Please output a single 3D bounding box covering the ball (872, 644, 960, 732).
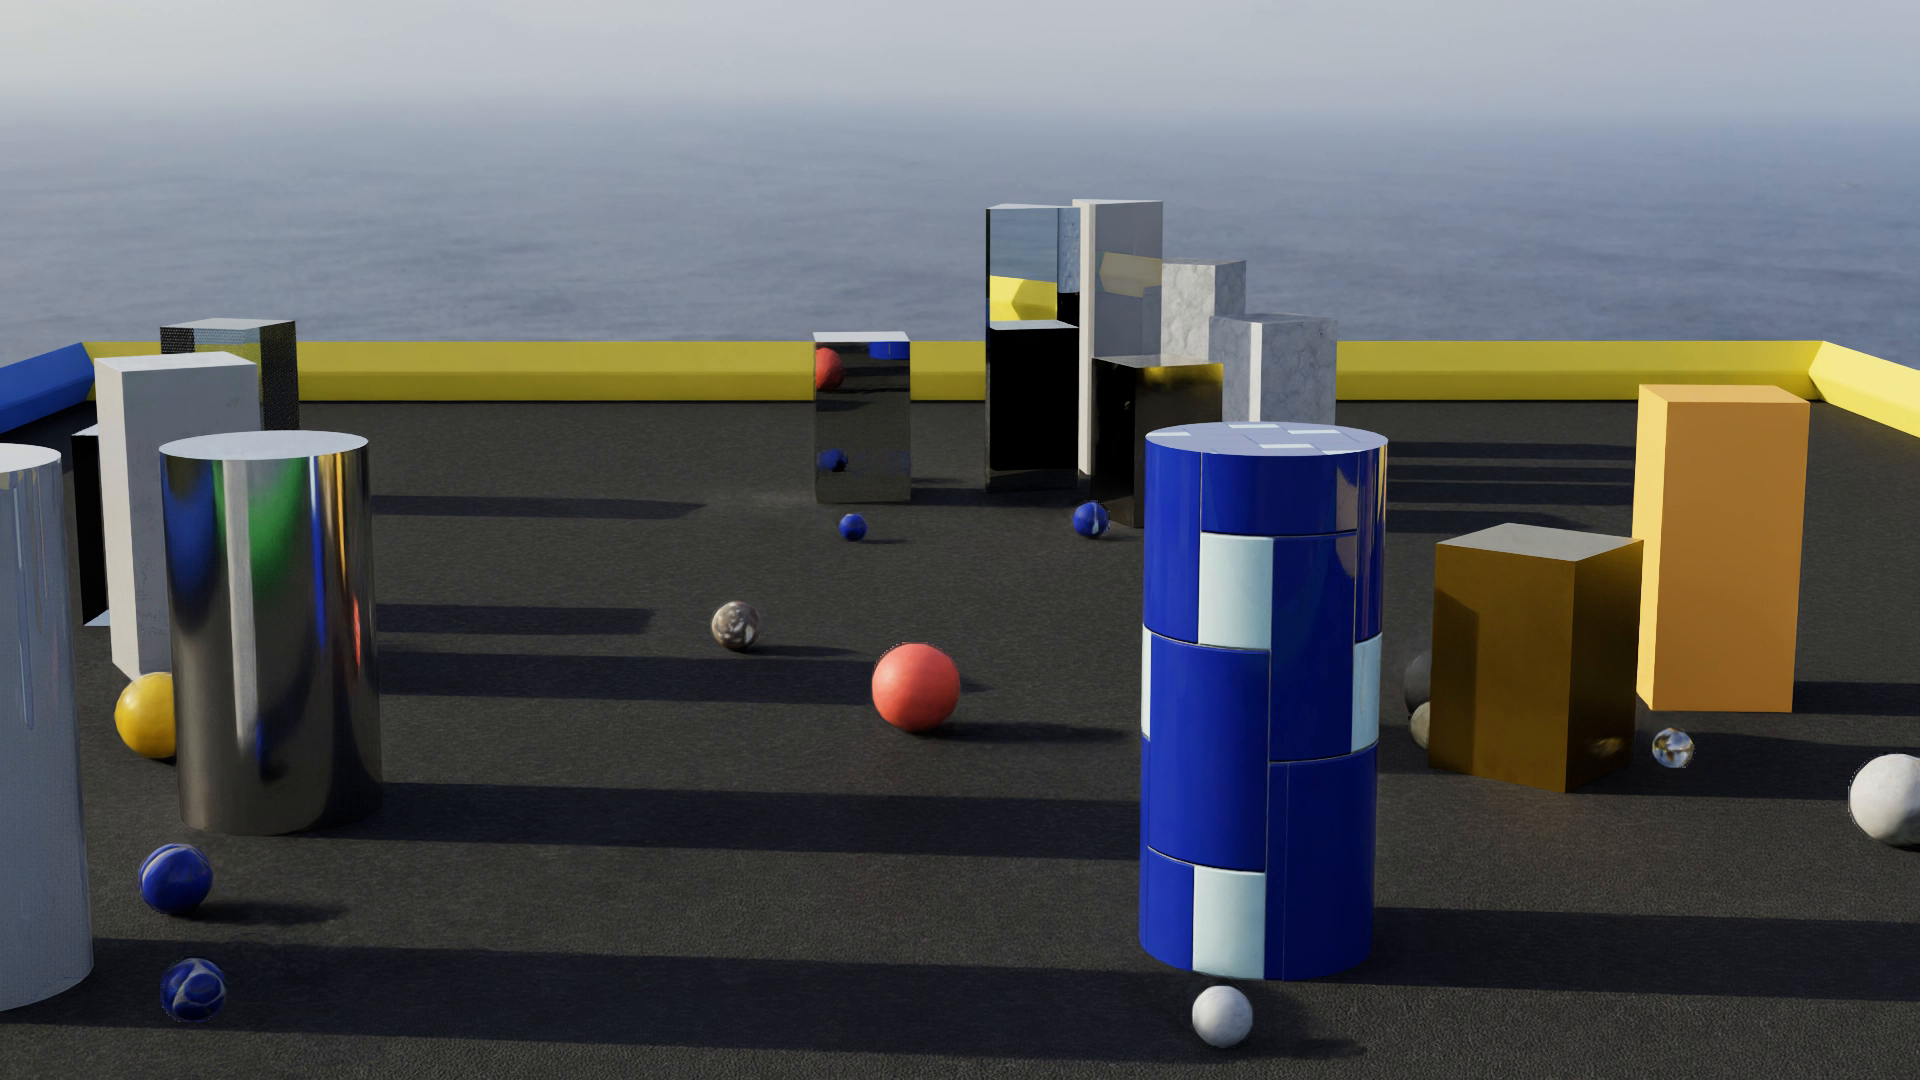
[{"bbox_3d":[-0.049,0.163,2.833,0.098,0.098,0.098,0,11,0],"label":"ball"}]

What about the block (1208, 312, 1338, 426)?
[{"bbox_3d":[0.536,-0.234,4.422,0.157,0.299,0.157,-6,12,-28],"label":"block"}]

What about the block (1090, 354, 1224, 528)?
[{"bbox_3d":[0.317,-0.163,4.157,0.157,0.257,0.157,-4,11,-23],"label":"block"}]

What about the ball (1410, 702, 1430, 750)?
[{"bbox_3d":[0.510,0.200,2.754,0.054,0.054,0.054,0,11,0],"label":"ball"}]

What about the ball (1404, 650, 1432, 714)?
[{"bbox_3d":[0.537,0.166,2.828,0.095,0.095,0.095,0,11,0],"label":"ball"}]

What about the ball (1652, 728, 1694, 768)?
[{"bbox_3d":[0.747,0.218,2.689,0.042,0.042,0.042,0,11,0],"label":"ball"}]

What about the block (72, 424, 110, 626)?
[{"bbox_3d":[-1.075,-0.026,3.427,0.157,0.253,0.157,0,11,-1],"label":"block"}]

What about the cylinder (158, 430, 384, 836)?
[{"bbox_3d":[-0.673,0.087,2.516,0.196,0.364,0.196,0,11,0],"label":"cylinder"}]

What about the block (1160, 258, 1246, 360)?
[{"bbox_3d":[0.444,-0.356,4.923,0.157,0.356,0.157,5,12,27],"label":"block"}]

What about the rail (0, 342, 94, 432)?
[{"bbox_3d":[-1.886,0.035,3.438,0.045,0.127,4.438,0,11,0],"label":"rail"}]

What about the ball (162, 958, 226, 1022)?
[{"bbox_3d":[-0.591,0.347,1.979,0.048,0.048,0.048,0,11,0],"label":"ball"}]

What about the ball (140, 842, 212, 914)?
[{"bbox_3d":[-0.681,0.294,2.229,0.061,0.061,0.061,0,11,0],"label":"ball"}]

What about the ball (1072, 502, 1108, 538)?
[{"bbox_3d":[0.204,-0.031,3.994,0.056,0.056,0.056,0,11,0],"label":"ball"}]

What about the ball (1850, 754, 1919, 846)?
[{"bbox_3d":[0.885,0.245,2.419,0.087,0.087,0.087,0,11,0],"label":"ball"}]

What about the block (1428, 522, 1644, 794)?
[{"bbox_3d":[0.602,0.119,2.684,0.157,0.239,0.157,9,14,39],"label":"block"}]

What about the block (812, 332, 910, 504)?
[{"bbox_3d":[-0.168,-0.210,4.365,0.157,0.273,0.157,-1,11,-5],"label":"block"}]

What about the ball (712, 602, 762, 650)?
[{"bbox_3d":[-0.281,0.108,3.229,0.061,0.061,0.061,0,11,0],"label":"ball"}]

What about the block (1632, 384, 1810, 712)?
[{"bbox_3d":[0.873,0.007,2.971,0.157,0.355,0.157,1,11,3],"label":"block"}]

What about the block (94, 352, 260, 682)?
[{"bbox_3d":[-0.939,-0.029,3.102,0.157,0.377,0.157,-6,12,-29],"label":"block"}]

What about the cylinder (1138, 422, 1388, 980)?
[{"bbox_3d":[0.249,0.127,2.123,0.196,0.427,0.196,0,11,0],"label":"cylinder"}]

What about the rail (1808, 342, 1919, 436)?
[{"bbox_3d":[1.886,0.031,3.460,0.045,0.127,4.438,0,11,0],"label":"rail"}]

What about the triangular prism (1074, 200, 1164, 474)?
[{"bbox_3d":[0.254,-0.375,4.677,0.170,0.483,0.147,-8,13,-37],"label":"triangular prism"}]

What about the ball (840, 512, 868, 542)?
[{"bbox_3d":[-0.165,-0.020,3.967,0.044,0.044,0.044,0,11,0],"label":"ball"}]

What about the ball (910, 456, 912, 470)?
[{"bbox_3d":[-0.113,-0.135,4.551,0.058,0.058,0.058,0,11,0],"label":"ball"}]

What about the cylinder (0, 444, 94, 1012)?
[{"bbox_3d":[-0.804,0.146,2.039,0.196,0.421,0.196,0,11,0],"label":"cylinder"}]

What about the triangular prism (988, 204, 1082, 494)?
[{"bbox_3d":[0.103,-0.337,4.463,0.170,0.486,0.147,-4,11,-18],"label":"triangular prism"}]

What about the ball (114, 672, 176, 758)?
[{"bbox_3d":[-0.850,0.186,2.727,0.091,0.091,0.091,0,11,0],"label":"ball"}]

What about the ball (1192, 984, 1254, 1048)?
[{"bbox_3d":[0.197,0.357,1.926,0.046,0.046,0.046,0,11,0],"label":"ball"}]

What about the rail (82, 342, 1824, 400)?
[{"bbox_3d":[-0.013,-0.367,5.607,3.819,0.127,0.045,0,11,0],"label":"rail"}]

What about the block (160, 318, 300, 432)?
[{"bbox_3d":[-1.217,-0.211,4.293,0.157,0.302,0.157,3,11,17],"label":"block"}]
